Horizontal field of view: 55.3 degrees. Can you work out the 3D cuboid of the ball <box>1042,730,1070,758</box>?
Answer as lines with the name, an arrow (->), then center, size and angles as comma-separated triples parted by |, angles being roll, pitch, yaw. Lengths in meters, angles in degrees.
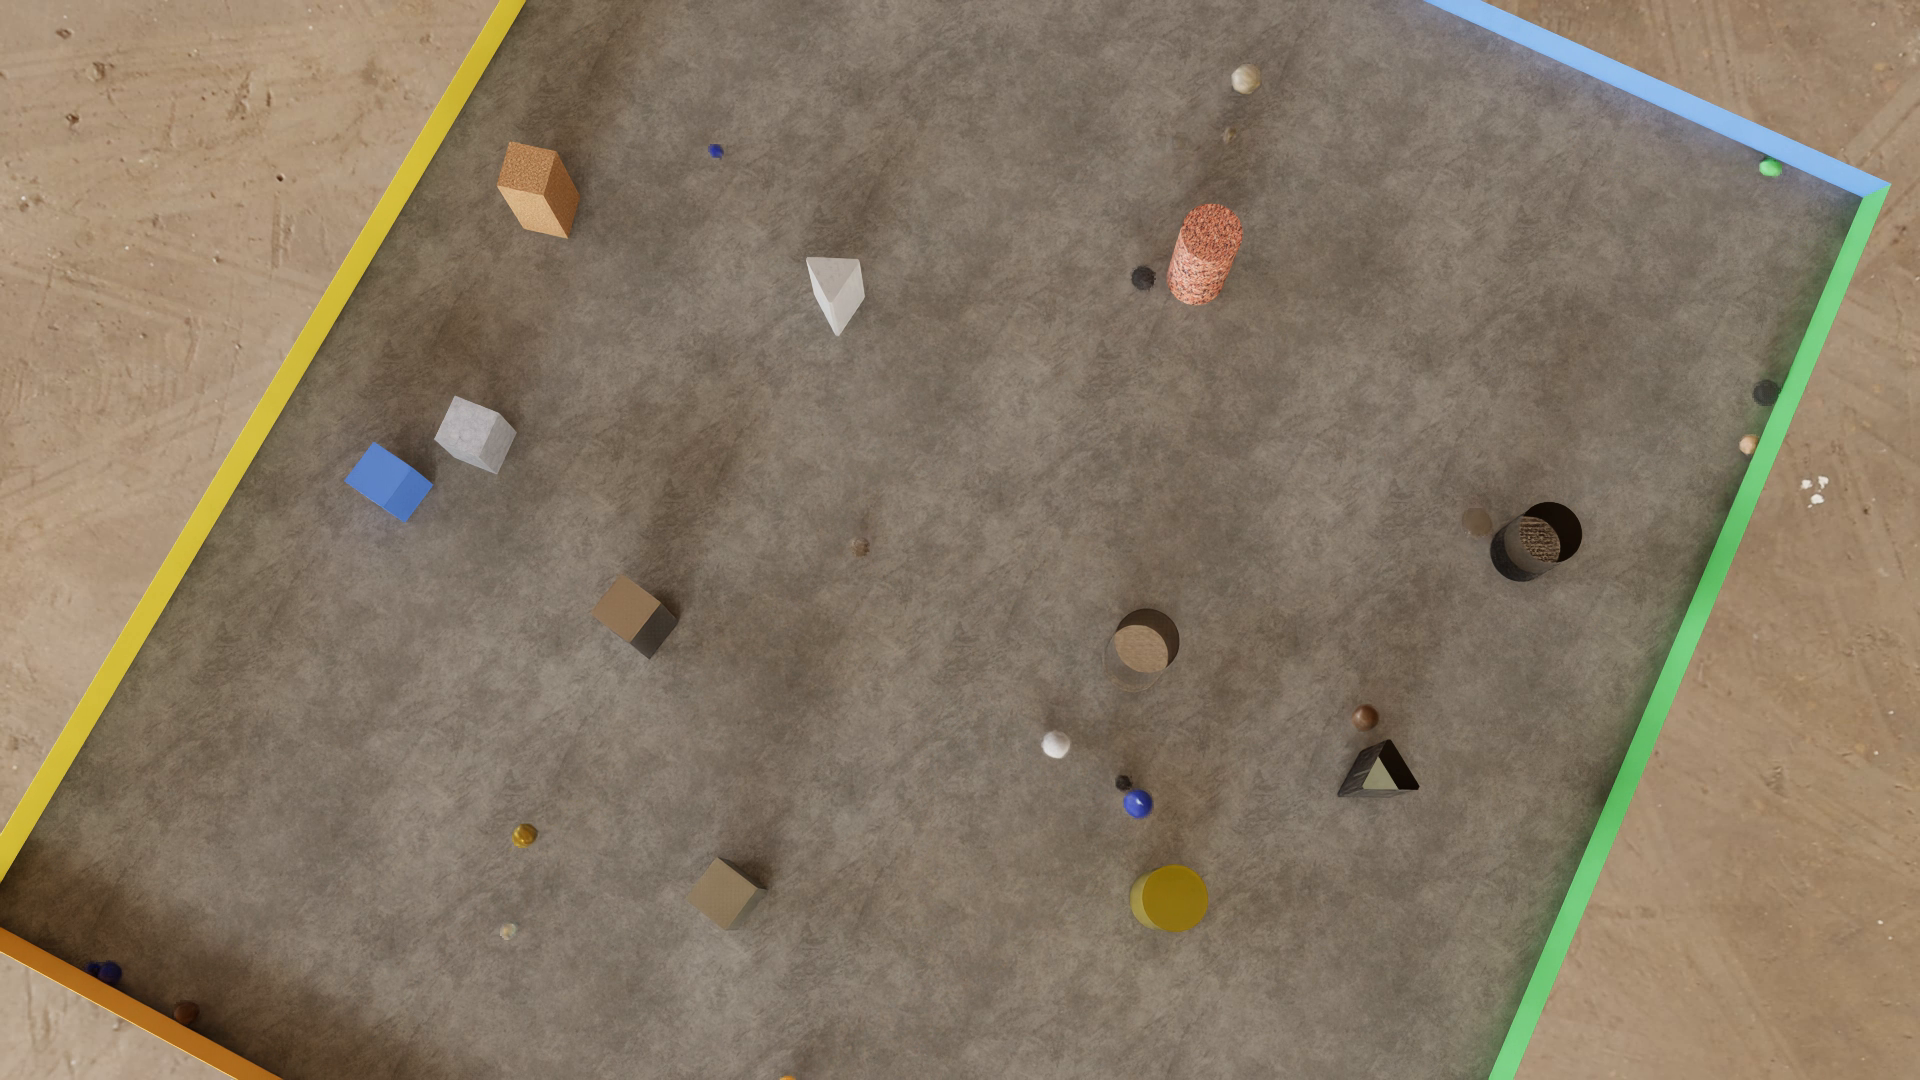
ball -> 0.285, 0.607, 5.450 | 0.080, 0.080, 0.080 | 0, 78, 0

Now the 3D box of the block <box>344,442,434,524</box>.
block -> -1.724, -0.173, 5.540 | 0.145, 0.219, 0.145 | 33, 80, 6

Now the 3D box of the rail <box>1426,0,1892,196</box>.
rail -> 1.024, -2.000, 5.968 | 4.197, 0.118, 0.045 | 26, 80, 5

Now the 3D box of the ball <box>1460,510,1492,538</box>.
ball -> 1.571, -0.049, 5.580 | 0.091, 0.091, 0.091 | 0, 78, 0

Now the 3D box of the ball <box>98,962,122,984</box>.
ball -> -2.469, 1.260, 5.323 | 0.064, 0.064, 0.064 | 0, 78, 0

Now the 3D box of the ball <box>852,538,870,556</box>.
ball -> -0.301, 0.021, 5.583 | 0.057, 0.057, 0.057 | 0, 78, 0

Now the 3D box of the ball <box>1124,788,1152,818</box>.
ball -> 0.525, 0.778, 5.413 | 0.083, 0.083, 0.083 | 0, 78, 0

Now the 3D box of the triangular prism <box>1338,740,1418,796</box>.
triangular prism -> 1.204, 0.661, 5.301 | 0.157, 0.350, 0.136 | 0, 78, 0

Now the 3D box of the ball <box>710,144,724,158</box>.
ball -> -0.778, -1.240, 5.851 | 0.043, 0.043, 0.043 | 0, 78, 0

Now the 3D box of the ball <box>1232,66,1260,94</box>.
ball -> 0.915, -1.476, 5.875 | 0.091, 0.091, 0.091 | 0, 78, 0

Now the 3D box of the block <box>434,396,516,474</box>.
block -> -1.469, -0.317, 5.568 | 0.145, 0.223, 0.145 | 21, 79, 4

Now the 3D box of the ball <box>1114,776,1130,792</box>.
ball -> 0.483, 0.723, 5.442 | 0.048, 0.048, 0.048 | 0, 78, 0

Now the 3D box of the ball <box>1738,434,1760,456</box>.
ball -> 2.434, -0.292, 5.648 | 0.069, 0.069, 0.069 | 0, 78, 0

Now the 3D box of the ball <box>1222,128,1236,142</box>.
ball -> 0.861, -1.298, 5.863 | 0.043, 0.043, 0.043 | 0, 78, 0

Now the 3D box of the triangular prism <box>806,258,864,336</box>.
triangular prism -> -0.400, -0.773, 5.612 | 0.136, 0.320, 0.157 | 32, 80, 6

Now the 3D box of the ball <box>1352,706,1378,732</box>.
ball -> 1.208, 0.533, 5.466 | 0.079, 0.079, 0.079 | 0, 78, 0

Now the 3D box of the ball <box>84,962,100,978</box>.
ball -> -2.525, 1.254, 5.333 | 0.048, 0.048, 0.048 | 0, 78, 0

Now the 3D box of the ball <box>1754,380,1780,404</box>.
ball -> 2.496, -0.459, 5.672 | 0.077, 0.077, 0.077 | 0, 78, 0

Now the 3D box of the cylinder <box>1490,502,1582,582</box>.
cylinder -> 1.713, 0.008, 5.460 | 0.182, 0.304, 0.182 | 0, 78, 0

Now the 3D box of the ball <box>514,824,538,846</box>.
ball -> -1.281, 0.869, 5.402 | 0.068, 0.068, 0.068 | 0, 78, 0

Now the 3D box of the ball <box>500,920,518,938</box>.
ball -> -1.317, 1.138, 5.356 | 0.049, 0.049, 0.049 | 0, 78, 0

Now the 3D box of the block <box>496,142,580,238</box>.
block -> -1.298, -1.077, 5.659 | 0.145, 0.352, 0.145 | 13, 79, 3

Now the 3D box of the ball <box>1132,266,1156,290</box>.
ball -> 0.575, -0.821, 5.748 | 0.074, 0.074, 0.074 | 0, 78, 0

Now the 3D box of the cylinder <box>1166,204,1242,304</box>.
cylinder -> 0.744, -0.868, 5.597 | 0.182, 0.389, 0.182 | 0, 78, 0

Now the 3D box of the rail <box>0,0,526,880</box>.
rail -> -1.856, -0.902, 5.742 | 0.045, 0.118, 4.627 | 26, 80, 5

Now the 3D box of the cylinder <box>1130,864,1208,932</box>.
cylinder -> 0.591, 1.021, 5.212 | 0.182, 0.379, 0.182 | 0, 78, 0

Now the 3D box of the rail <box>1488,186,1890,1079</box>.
rail -> 1.856, 0.915, 5.366 | 0.045, 0.118, 4.627 | 26, 80, 5

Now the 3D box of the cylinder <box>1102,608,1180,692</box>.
cylinder -> 0.522, 0.325, 5.322 | 0.182, 0.445, 0.182 | 0, 78, 0

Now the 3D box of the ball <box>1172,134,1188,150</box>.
ball -> 0.700, -1.271, 5.853 | 0.051, 0.051, 0.051 | 0, 78, 0

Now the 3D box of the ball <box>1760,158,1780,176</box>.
ball -> 2.577, -1.187, 5.831 | 0.059, 0.059, 0.059 | 0, 78, 0

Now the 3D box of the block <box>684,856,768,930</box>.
block -> -0.666, 1.016, 5.252 | 0.145, 0.302, 0.145 | 36, 81, 7

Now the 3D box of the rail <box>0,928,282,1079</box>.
rail -> -1.024, 2.012, 5.139 | 4.197, 0.118, 0.045 | 26, 80, 5

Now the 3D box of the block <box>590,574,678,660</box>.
block -> -0.954, 0.228, 5.395 | 0.145, 0.341, 0.145 | 36, 81, 7

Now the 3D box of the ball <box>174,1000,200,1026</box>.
ball -> -2.236, 1.368, 5.298 | 0.069, 0.069, 0.069 | 0, 78, 0

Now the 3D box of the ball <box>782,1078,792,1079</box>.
ball -> -0.496, 1.572, 5.256 | 0.057, 0.057, 0.057 | 0, 78, 0
